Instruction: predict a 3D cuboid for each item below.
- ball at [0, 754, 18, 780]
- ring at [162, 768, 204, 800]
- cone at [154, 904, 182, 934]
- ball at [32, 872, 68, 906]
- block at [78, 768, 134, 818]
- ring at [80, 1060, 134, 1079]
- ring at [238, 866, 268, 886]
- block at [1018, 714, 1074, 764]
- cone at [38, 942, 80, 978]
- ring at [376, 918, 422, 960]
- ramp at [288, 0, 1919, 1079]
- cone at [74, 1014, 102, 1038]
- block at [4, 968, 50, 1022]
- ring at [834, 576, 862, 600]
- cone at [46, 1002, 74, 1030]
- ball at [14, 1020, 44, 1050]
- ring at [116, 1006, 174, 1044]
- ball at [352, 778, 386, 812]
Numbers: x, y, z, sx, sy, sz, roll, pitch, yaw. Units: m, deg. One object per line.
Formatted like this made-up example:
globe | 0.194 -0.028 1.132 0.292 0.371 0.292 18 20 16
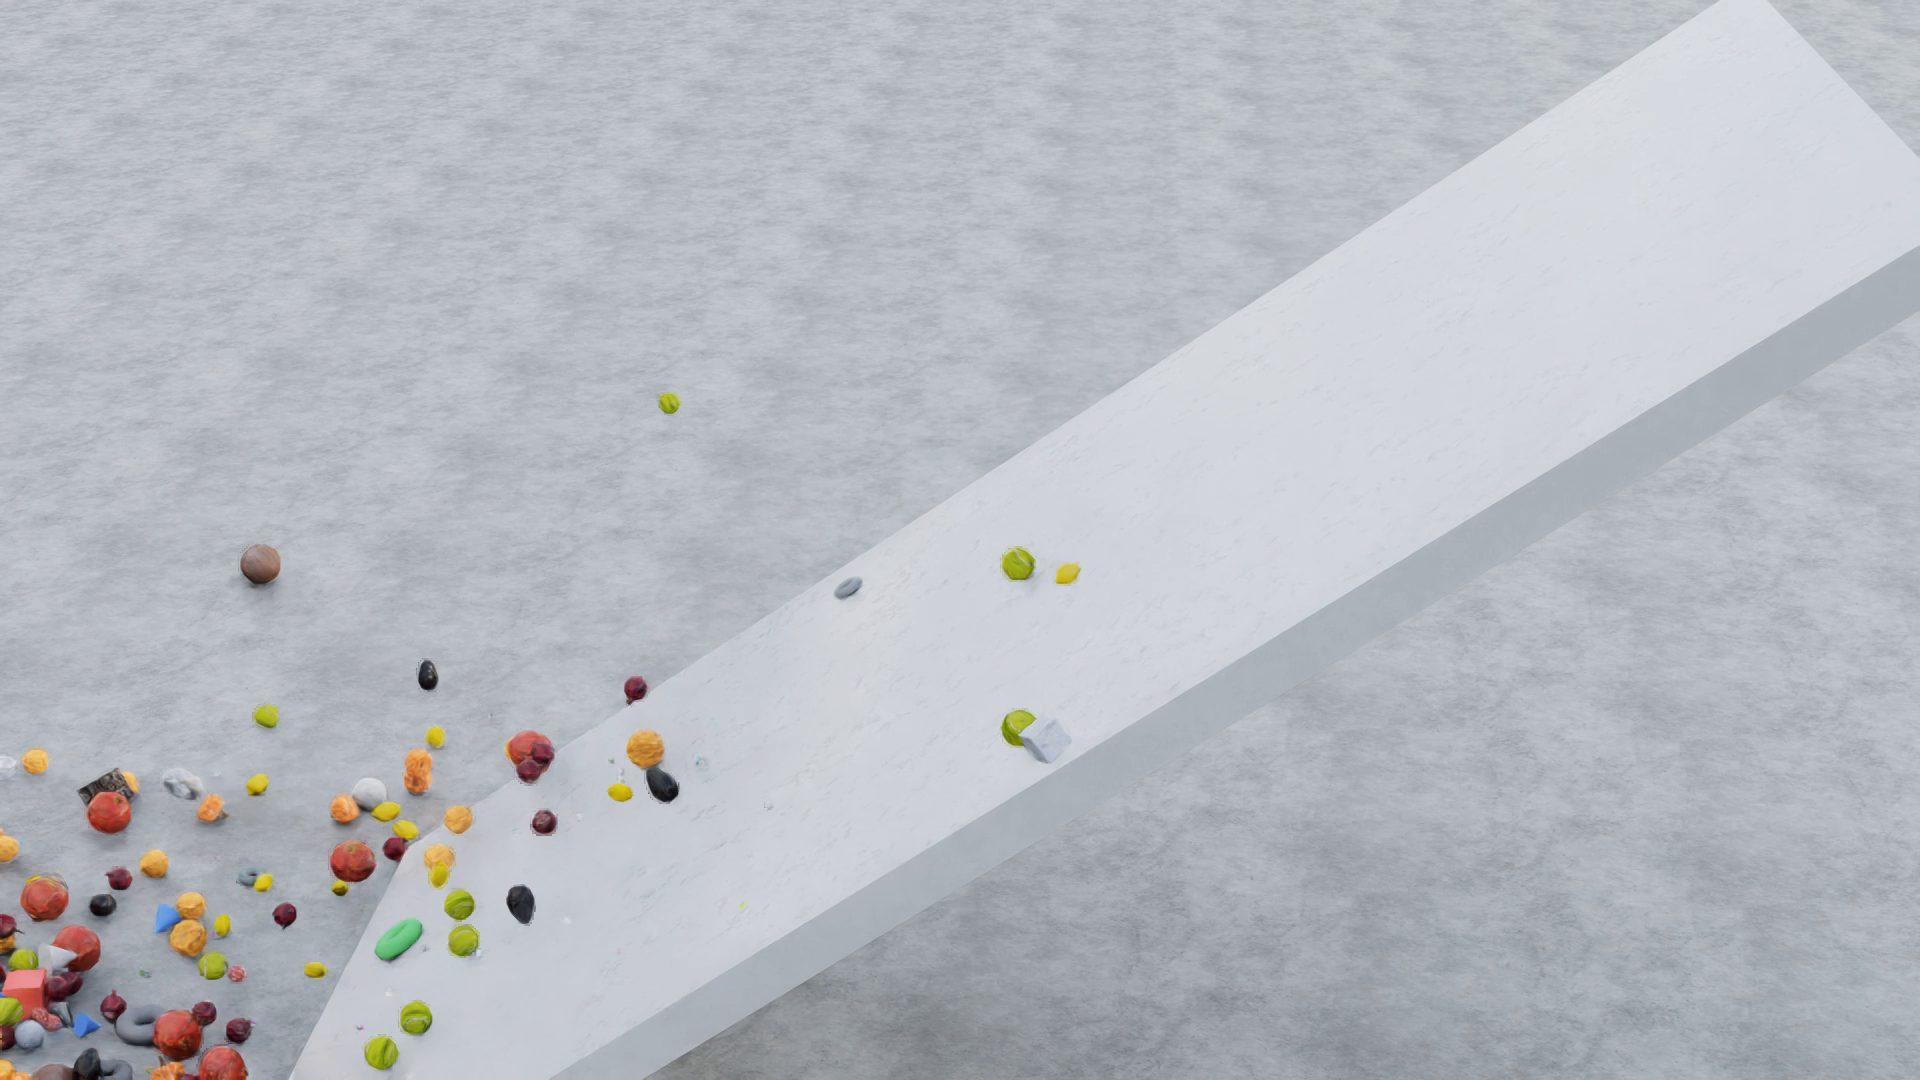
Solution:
ball | -2.696 0.642 8.299 0.072 0.072 0.072 0 22 0
ring | -2.148 0.675 8.132 0.121 0.121 0.040 7 49 18
cone | -2.019 0.972 7.440 0.071 0.071 0.071 11 48 26
ball | -2.352 0.902 7.602 0.086 0.086 0.086 0 22 0
block | -2.350 0.696 8.091 0.089 0.089 0.089 -27 6 33
ring | -1.978 1.244 6.817 0.120 0.040 0.120 -1 21 1
ring | -1.862 0.885 7.746 0.079 0.026 0.079 -1 22 0
block | 0.157 0.365 5.394 0.061 0.061 0.061 -41 16 -16
cone | -2.193 1.020 7.187 0.089 0.089 0.089 -6 20 -40
ring | -1.336 0.950 7.000 0.128 0.043 0.128 -33 15 10
ramp | 0.135 0.175 6.308 4.000 0.100 2.000 -33 16 15
cone | -2.079 1.164 7.040 0.057 0.057 0.057 17 5 -44
block | -2.258 1.101 7.115 0.088 0.088 0.088 -3 22 -8
ring | -0.271 0.115 7.135 0.077 0.026 0.077 -33 16 11
cone | -2.144 1.154 7.055 0.067 0.067 0.067 37 35 17
ball | -2.203 1.171 6.963 0.068 0.068 0.068 0 22 0
ring | -1.947 1.158 7.025 0.139 0.046 0.139 0 23 0
ball | -1.630 0.702 8.118 0.093 0.093 0.093 0 22 0
